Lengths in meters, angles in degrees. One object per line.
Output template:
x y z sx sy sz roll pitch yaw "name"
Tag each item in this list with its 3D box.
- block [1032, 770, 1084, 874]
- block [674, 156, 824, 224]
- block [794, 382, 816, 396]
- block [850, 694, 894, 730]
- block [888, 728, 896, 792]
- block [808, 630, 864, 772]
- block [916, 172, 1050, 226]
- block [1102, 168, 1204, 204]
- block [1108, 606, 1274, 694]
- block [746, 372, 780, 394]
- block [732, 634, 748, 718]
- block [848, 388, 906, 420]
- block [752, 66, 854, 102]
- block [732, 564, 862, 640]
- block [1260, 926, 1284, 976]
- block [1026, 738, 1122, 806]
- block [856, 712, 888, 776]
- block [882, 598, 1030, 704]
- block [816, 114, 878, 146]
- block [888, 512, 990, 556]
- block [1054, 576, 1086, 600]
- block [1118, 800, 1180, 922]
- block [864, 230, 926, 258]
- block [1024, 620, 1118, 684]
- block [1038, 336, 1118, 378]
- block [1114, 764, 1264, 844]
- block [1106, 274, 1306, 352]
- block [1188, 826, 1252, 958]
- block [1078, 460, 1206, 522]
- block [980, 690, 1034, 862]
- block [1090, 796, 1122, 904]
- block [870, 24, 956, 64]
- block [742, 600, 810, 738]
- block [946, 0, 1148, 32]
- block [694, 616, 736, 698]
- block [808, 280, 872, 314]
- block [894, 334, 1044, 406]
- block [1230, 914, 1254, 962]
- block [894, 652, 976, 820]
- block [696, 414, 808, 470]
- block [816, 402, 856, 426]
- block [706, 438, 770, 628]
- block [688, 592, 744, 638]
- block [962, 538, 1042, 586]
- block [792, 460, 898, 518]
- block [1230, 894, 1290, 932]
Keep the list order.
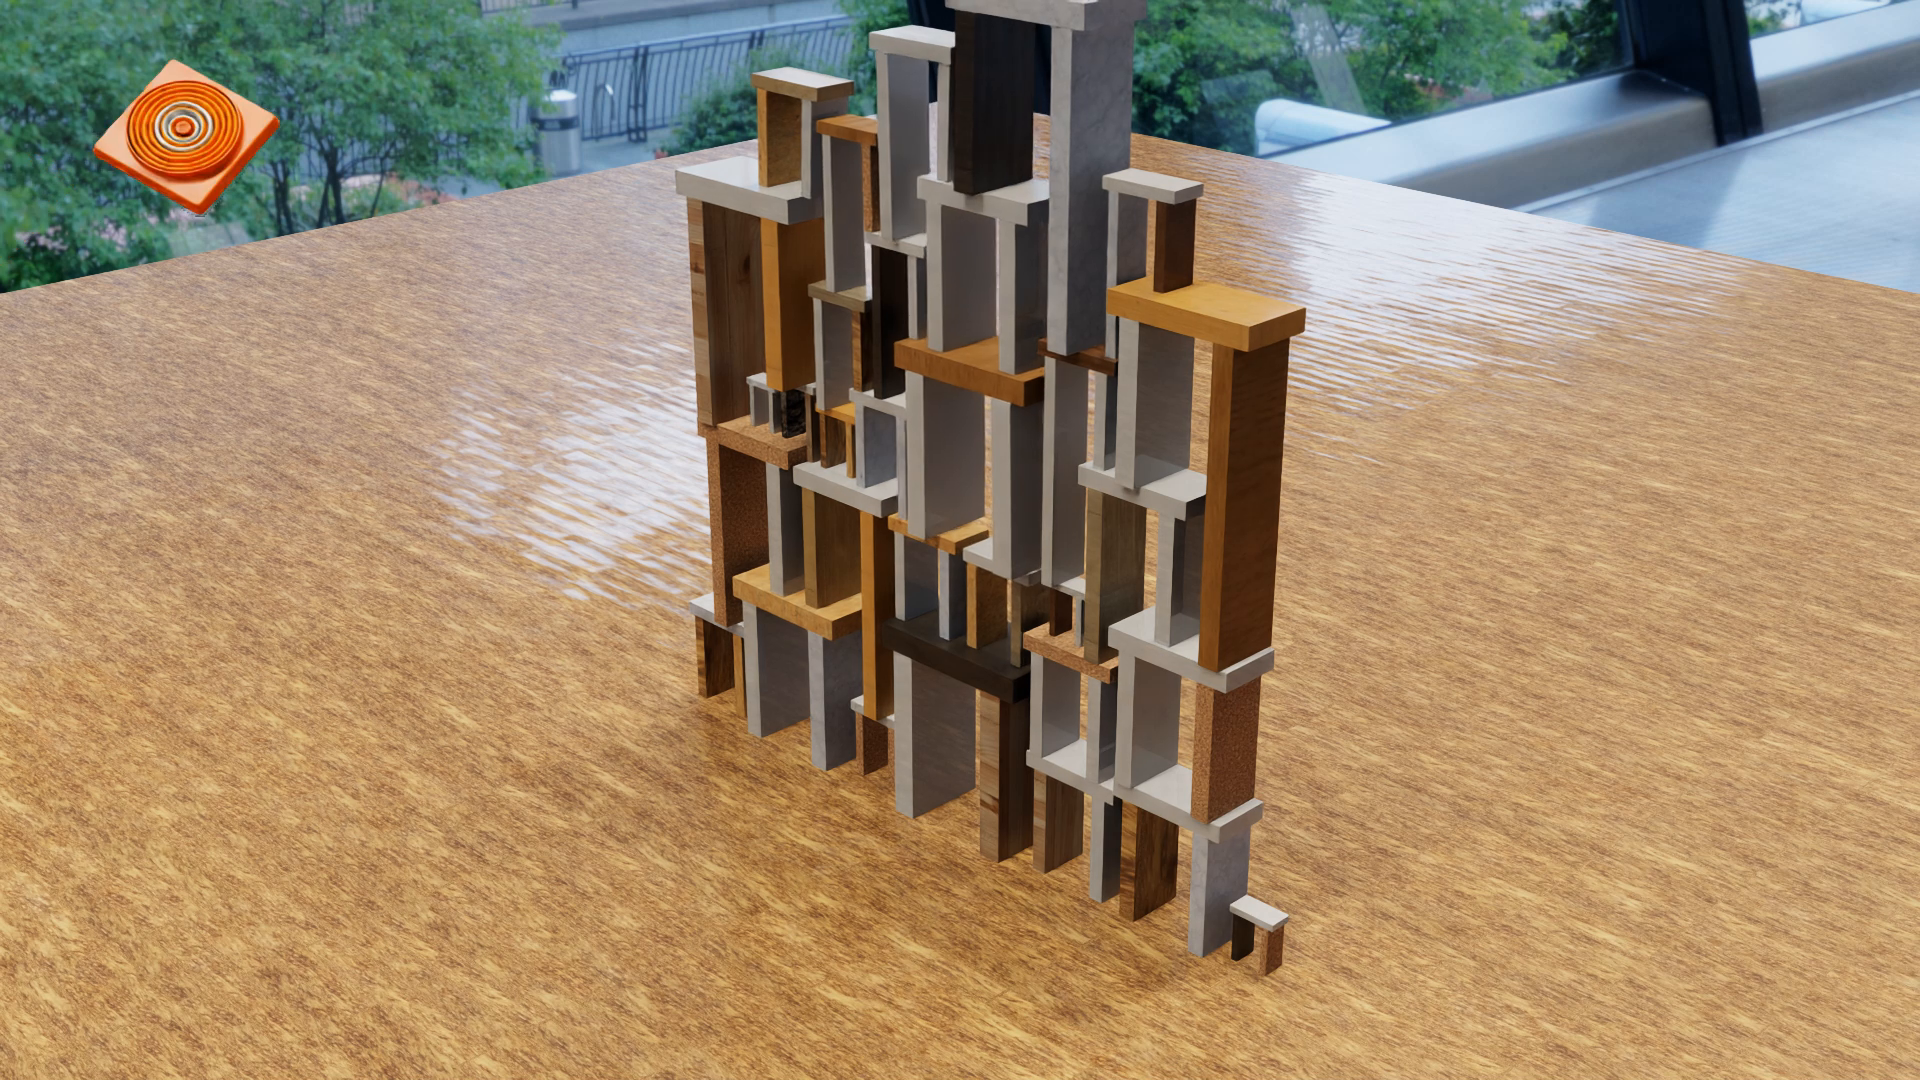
0.191 0.525 4.243 0.031 0.220 0.110 21 31 41 "block"
-0.388 -0.695 4.355 0.172 0.049 0.345 -21 31 -41 "block"
-0.312 -0.319 4.434 0.057 0.016 0.114 -21 31 -40 "block"
-0.150 0.351 4.536 0.072 0.021 0.145 -21 31 -40 "block"
-0.115 0.441 4.536 0.072 0.145 0.021 -21 31 -41 "block"
-0.241 0.314 4.619 0.044 0.314 0.157 21 31 41 "block"
0.068 -0.613 3.894 0.138 0.039 0.276 -21 31 -40 "block"
0.318 -0.585 3.635 0.153 0.022 0.076 20 30 39 "block"
0.404 0.189 3.862 0.266 0.038 0.133 21 31 41 "block"
-0.392 -0.323 4.509 0.045 0.013 0.090 -21 31 -41 "block"
-0.449 0.283 4.840 0.028 0.197 0.099 21 31 41 "block"
-0.123 -0.271 4.244 0.173 0.024 0.086 21 31 40 "block"
-0.299 -0.867 4.180 0.094 0.027 0.188 -21 31 -40 "block"
-0.315 0.120 4.617 0.314 0.044 0.157 21 31 41 "block"
0.557 0.726 3.927 0.014 0.096 0.048 21 31 41 "block"
0.243 0.429 4.147 0.220 0.031 0.110 21 31 41 "block"
-0.183 0.414 4.600 0.072 0.145 0.021 -21 31 -41 "block"
0.035 0.210 4.281 0.359 0.051 0.180 21 31 41 "block"
-0.182 -0.763 4.088 0.082 0.023 0.164 -22 31 -40 "block"
-0.042 -0.022 4.254 0.093 0.026 0.185 -21 31 -41 "block"
0.210 0.084 4.030 0.096 0.014 0.048 21 31 40 "block"
0.353 0.575 4.089 0.035 0.248 0.124 21 31 41 "block"
-0.093 -0.556 4.078 0.080 0.023 0.160 -22 31 -40 "block"
0.231 0.202 4.056 0.214 0.030 0.107 21 31 41 "block"
0.231 -0.327 3.827 0.178 0.025 0.089 21 31 40 "block"
0.411 0.468 3.980 0.248 0.035 0.124 21 31 41 "block"
0.403 -0.379 3.621 0.298 0.042 0.149 21 31 41 "block"
0.470 0.620 3.982 0.035 0.248 0.124 21 31 41 "block"
0.337 -0.098 3.821 0.244 0.035 0.122 21 31 41 "block"
0.120 0.432 4.283 0.051 0.359 0.180 21 31 41 "block"
0.294 0.565 4.148 0.031 0.220 0.110 21 31 41 "block"
-0.051 -0.876 3.886 0.105 0.030 0.211 -21 30 -39 "block"
-0.389 0.256 4.755 0.044 0.314 0.157 21 31 41 "block"
0.142 -0.902 3.668 0.312 0.044 0.156 21 31 40 "block"
-0.542 0.247 4.926 0.028 0.197 0.099 21 31 41 "block"
-0.209 -0.474 4.246 0.081 0.023 0.163 -22 31 -40 "block"
0.053 -0.323 4.029 0.329 0.047 0.164 21 31 40 "block"
0.512 0.708 3.969 0.014 0.096 0.048 21 31 41 "block"
-0.049 0.366 4.439 0.051 0.359 0.180 21 31 41 "block"
-0.398 -0.219 4.564 0.290 0.041 0.145 21 31 41 "block"
-0.227 -0.257 4.367 0.116 0.016 0.058 21 31 40 "block"
-0.466 -0.032 4.718 0.145 0.423 0.041 -21 31 -41 "block"
-0.496 0.162 4.839 0.099 0.028 0.197 -21 31 -41 "block"
0.096 0.039 4.144 0.086 0.024 0.173 -21 31 -40 "block"
-0.198 -0.114 4.395 0.131 0.037 0.261 -21 31 -40 "block"
0.534 0.666 3.926 0.096 0.014 0.048 21 31 41 "block"
